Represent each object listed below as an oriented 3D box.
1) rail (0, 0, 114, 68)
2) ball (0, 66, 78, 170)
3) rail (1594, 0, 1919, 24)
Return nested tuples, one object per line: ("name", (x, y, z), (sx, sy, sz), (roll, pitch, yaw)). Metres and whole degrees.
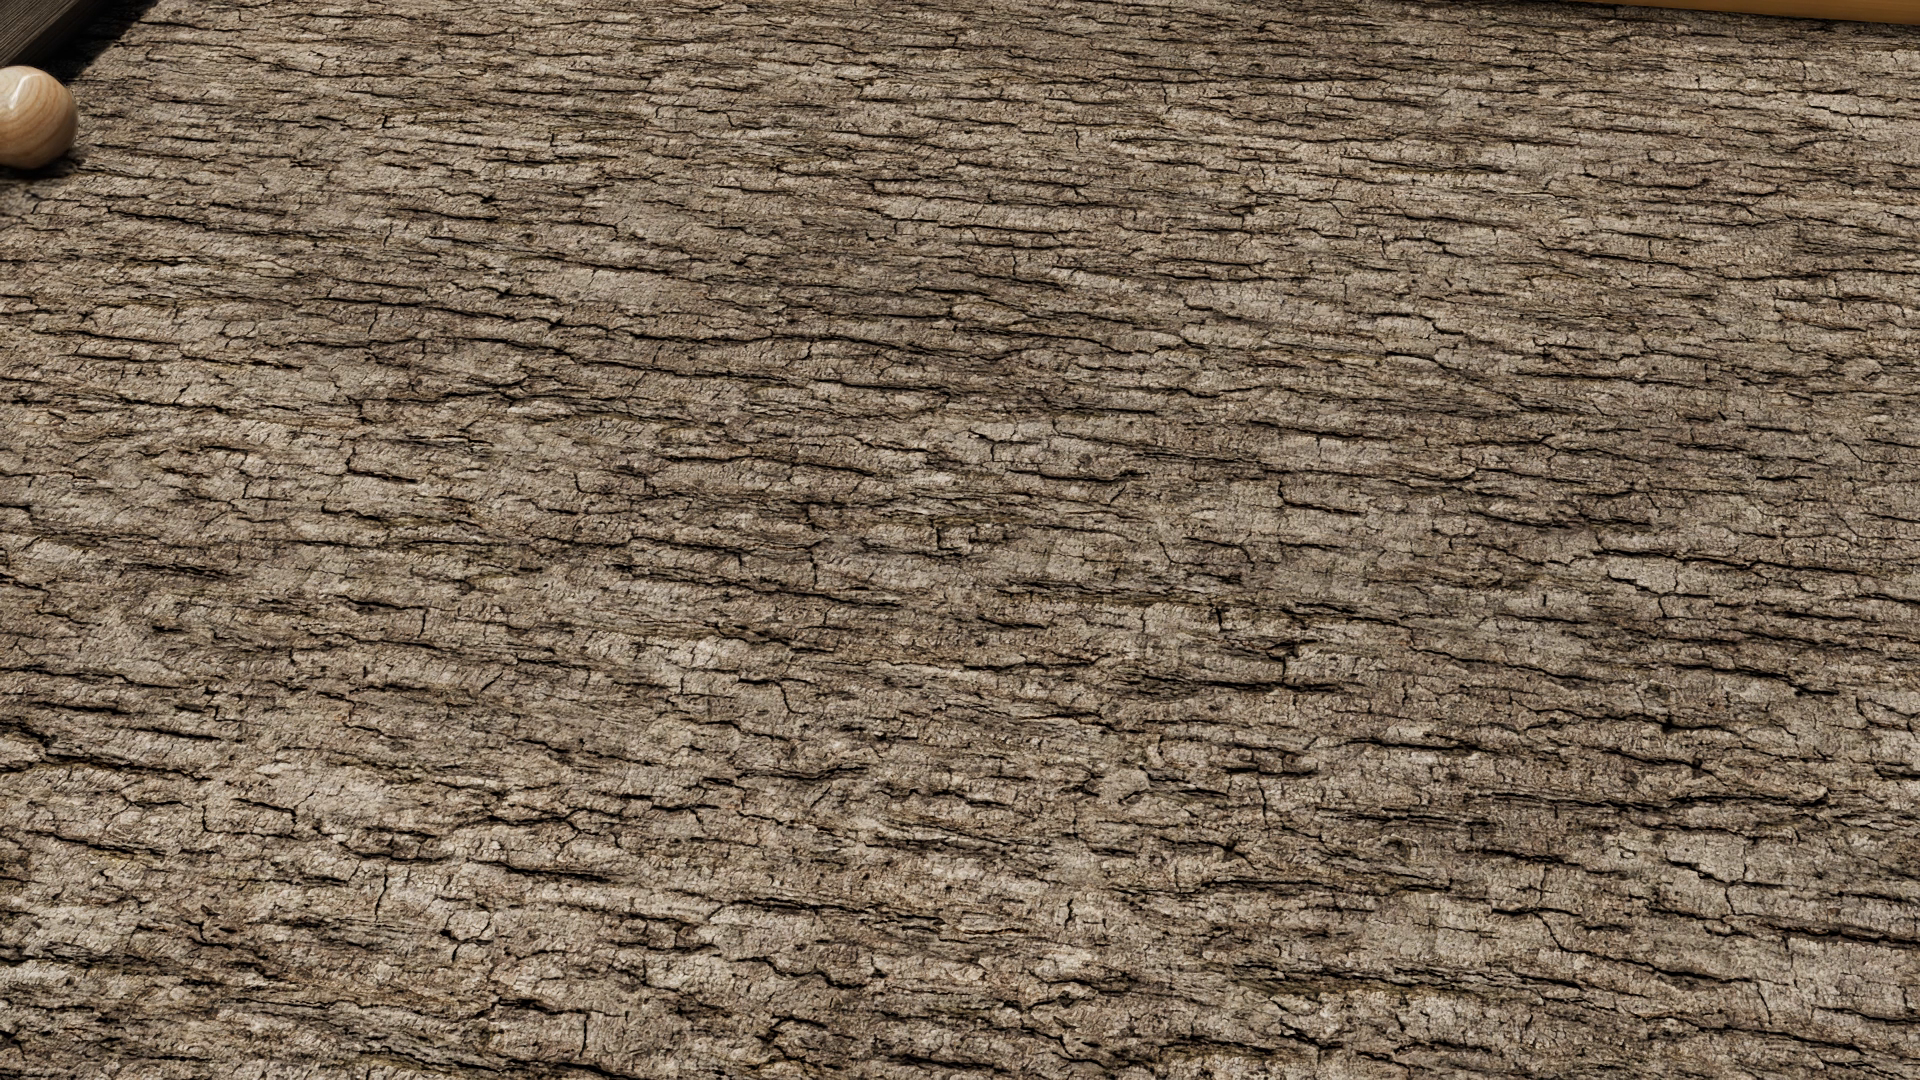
("rail", (-0.990, -0.122, 1.905), (0.045, 0.119, 2.217), (6, 36, 8))
("ball", (-0.838, -0.378, 2.295), (0.092, 0.092, 0.092), (0, 35, 0))
("rail", (1.206, -0.528, 2.483), (4.119, 0.119, 0.045), (6, 36, 8))
